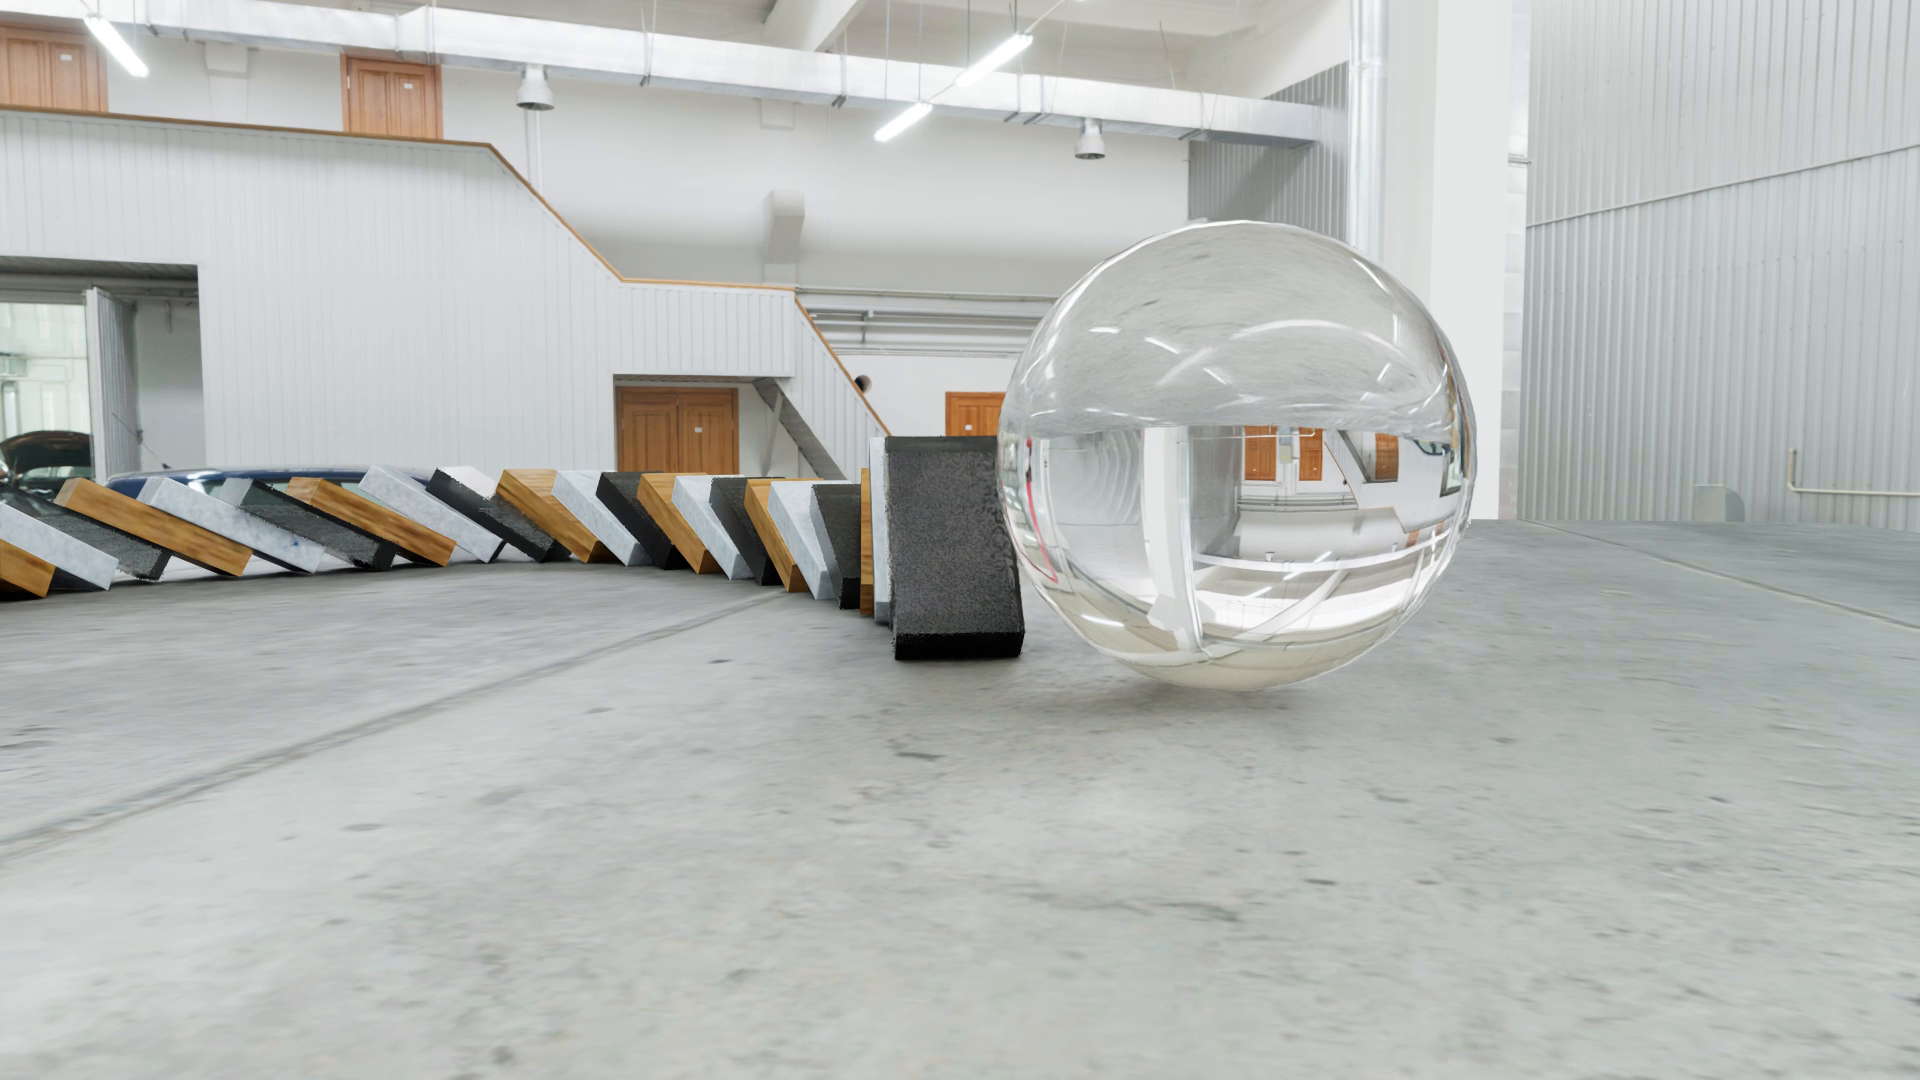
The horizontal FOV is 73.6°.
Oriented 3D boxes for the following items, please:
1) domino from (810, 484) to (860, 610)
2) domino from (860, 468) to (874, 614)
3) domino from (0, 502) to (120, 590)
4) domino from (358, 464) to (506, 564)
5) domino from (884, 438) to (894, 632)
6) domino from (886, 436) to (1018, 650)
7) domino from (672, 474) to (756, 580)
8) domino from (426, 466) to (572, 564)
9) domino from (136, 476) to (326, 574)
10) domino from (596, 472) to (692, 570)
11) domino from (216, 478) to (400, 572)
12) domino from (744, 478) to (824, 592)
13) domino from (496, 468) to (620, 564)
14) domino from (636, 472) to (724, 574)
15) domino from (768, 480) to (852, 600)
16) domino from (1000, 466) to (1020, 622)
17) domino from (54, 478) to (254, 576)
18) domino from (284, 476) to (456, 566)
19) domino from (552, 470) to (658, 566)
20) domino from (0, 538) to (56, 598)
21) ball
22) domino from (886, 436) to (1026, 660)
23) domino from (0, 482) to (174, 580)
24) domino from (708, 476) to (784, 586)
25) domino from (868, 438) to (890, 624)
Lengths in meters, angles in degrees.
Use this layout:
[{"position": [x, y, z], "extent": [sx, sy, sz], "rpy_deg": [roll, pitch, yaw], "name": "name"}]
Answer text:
[{"position": [-0.025, 0.001, 0.352], "extent": [0.025, 0.010, 0.050], "rpy_deg": [-1, 31, -16], "name": "domino"}, {"position": [-0.013, 0.000, 0.333], "extent": [0.025, 0.010, 0.050], "rpy_deg": [1, 37, -5], "name": "domino"}, {"position": [-0.264, 0.000, 0.355], "extent": [0.025, 0.010, 0.050], "rpy_deg": [1, -23, 12], "name": "domino"}, {"position": [-0.188, -0.010, 0.462], "extent": [0.050, 0.009, 0.025], "rpy_deg": [33, -4, -12], "name": "domino"}, {"position": [-0.005, -0.002, 0.303], "extent": [0.025, 0.050, 0.009], "rpy_deg": [0, -36, -6], "name": "domino"}, {"position": [-0.003, 0.000, 0.278], "extent": [0.025, 0.050, 0.009], "rpy_deg": [0, -36, -6], "name": "domino"}, {"position": [-0.074, -0.005, 0.424], "extent": [0.025, 0.009, 0.050], "rpy_deg": [-3, 33, -36], "name": "domino"}, {"position": [-0.167, -0.010, 0.471], "extent": [0.050, 0.010, 0.025], "rpy_deg": [32, 7, 3], "name": "domino"}, {"position": [-0.231, -0.004, 0.408], "extent": [0.025, 0.010, 0.050], "rpy_deg": [2, -24, 47], "name": "domino"}, {"position": [-0.105, -0.008, 0.454], "extent": [0.025, 0.010, 0.050], "rpy_deg": [-4, 35, -46], "name": "domino"}, {"position": [-0.214, -0.005, 0.420], "extent": [0.025, 0.009, 0.050], "rpy_deg": [4, -22, 43], "name": "domino"}, {"position": [-0.047, -0.002, 0.390], "extent": [0.025, 0.009, 0.050], "rpy_deg": [-2, 32, -26], "name": "domino"}, {"position": [-0.144, -0.010, 0.473], "extent": [0.050, 0.009, 0.025], "rpy_deg": [34, 17, 21], "name": "domino"}, {"position": [-0.088, -0.006, 0.440], "extent": [0.025, 0.010, 0.050], "rpy_deg": [-4, 34, -40], "name": "domino"}, {"position": [-0.037, -0.001, 0.371], "extent": [0.025, 0.010, 0.050], "rpy_deg": [-2, 32, -25], "name": "domino"}, {"position": [-0.002, -0.001, 0.291], "extent": [0.025, 0.050, 0.010], "rpy_deg": [-1, -36, -7], "name": "domino"}, {"position": [-0.248, -0.003, 0.395], "extent": [0.025, 0.010, 0.050], "rpy_deg": [1, -24, 47], "name": "domino"}, {"position": [-0.201, -0.006, 0.437], "extent": [0.025, 0.010, 0.050], "rpy_deg": [4, -22, 43], "name": "domino"}, {"position": [-0.123, -0.009, 0.465], "extent": [0.050, 0.010, 0.025], "rpy_deg": [37, 25, 30], "name": "domino"}, {"position": [-0.267, 0.002, 0.333], "extent": [0.025, 0.009, 0.050], "rpy_deg": [0, -23, 7], "name": "domino"}, {"position": [0.046, -0.014, 0.221], "extent": [0.080, 0.080, 0.080], "rpy_deg": [0, 4, 0], "name": "ball"}, {"position": [-0.002, 0.001, 0.266], "extent": [0.025, 0.050, 0.010], "rpy_deg": [0, -36, -6], "name": "domino"}, {"position": [-0.266, -0.003, 0.382], "extent": [0.025, 0.009, 0.050], "rpy_deg": [-1, -26, 47], "name": "domino"}, {"position": [-0.059, -0.004, 0.408], "extent": [0.025, 0.009, 0.050], "rpy_deg": [-3, 33, -31], "name": "domino"}, {"position": [-0.009, -0.003, 0.315], "extent": [0.025, 0.050, 0.010], "rpy_deg": [0, -36, -6], "name": "domino"}]
